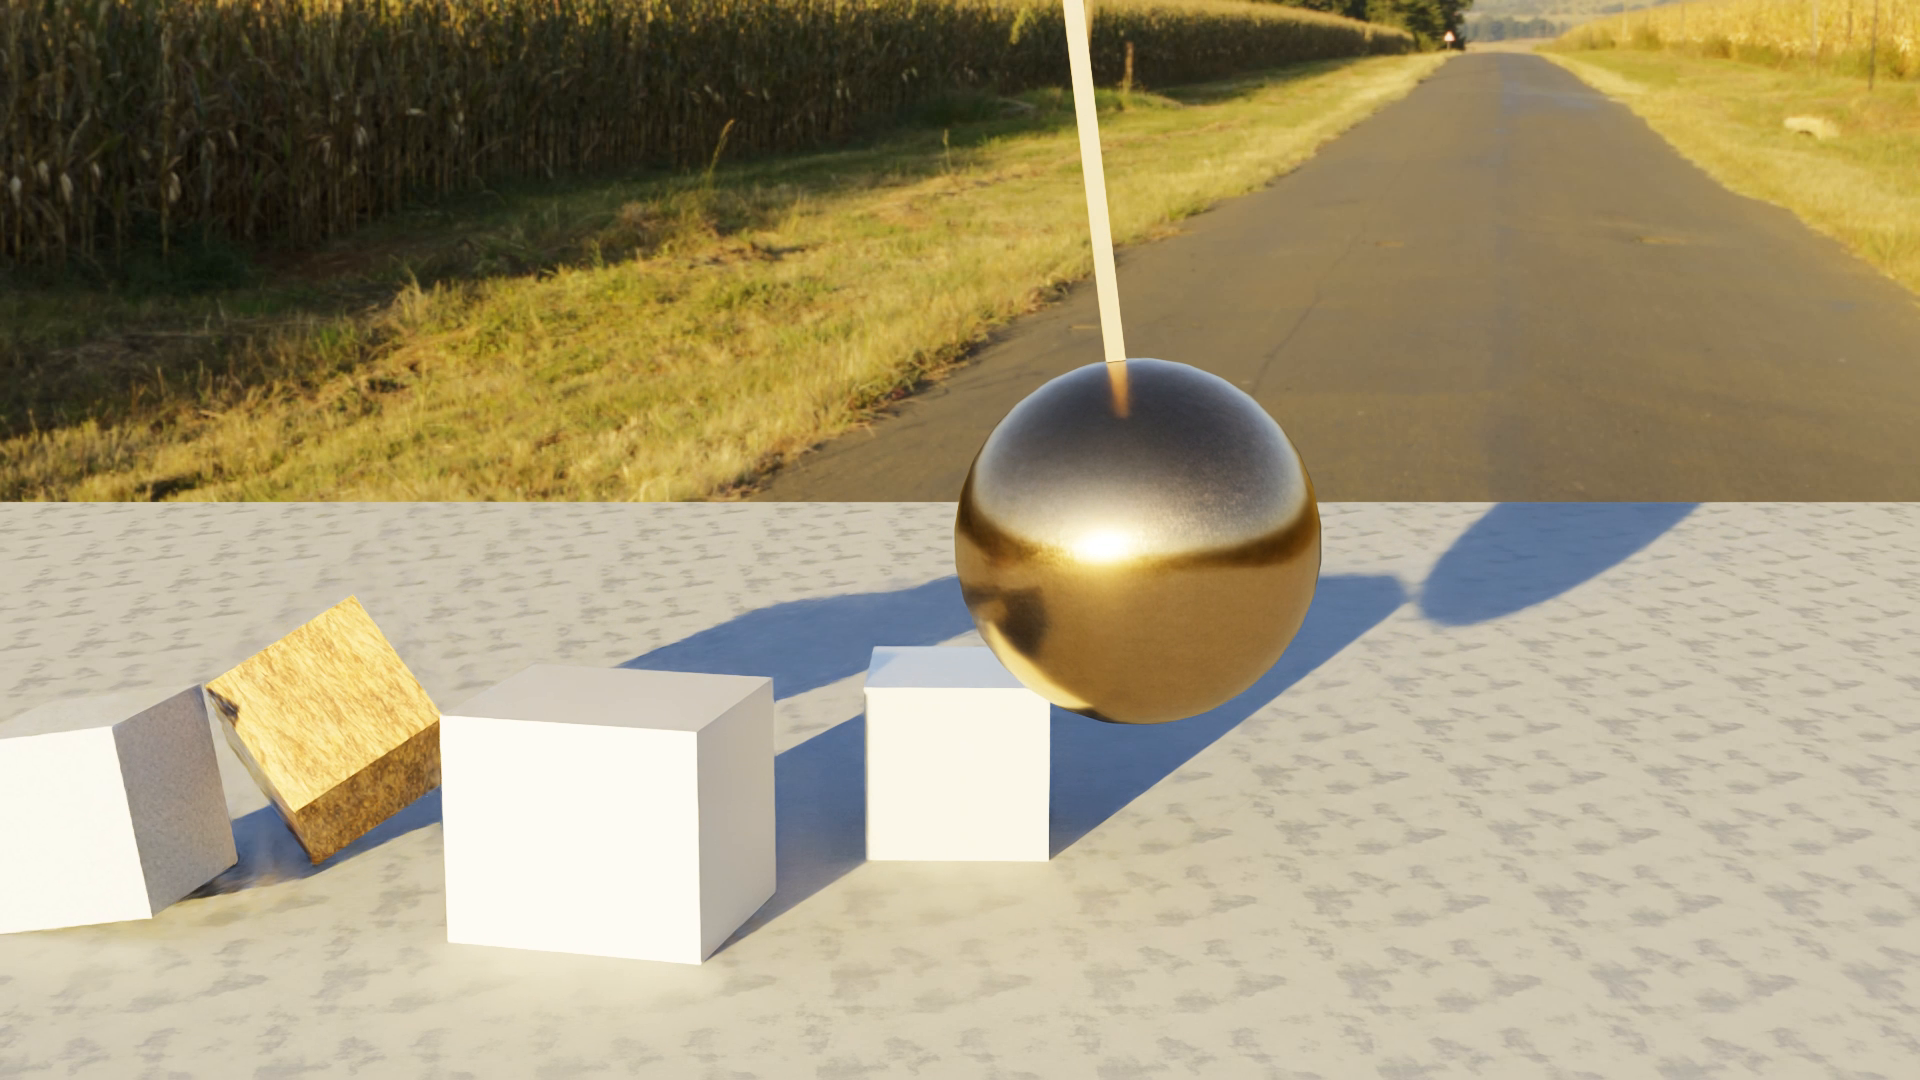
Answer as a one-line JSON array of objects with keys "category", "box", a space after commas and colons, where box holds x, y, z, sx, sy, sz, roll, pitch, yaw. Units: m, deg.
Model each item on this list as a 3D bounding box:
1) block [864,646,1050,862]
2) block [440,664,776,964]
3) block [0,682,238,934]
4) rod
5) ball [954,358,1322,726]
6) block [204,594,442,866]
[{"category": "block", "box": [-0.006, 0.980, 11.938, 0.827, 0.800, 0.842, 0, 10, 1]}, {"category": "block", "box": [-1.449, 1.118, 10.746, 1.095, 0.955, 0.957, 3, 11, 14]}, {"category": "block", "box": [-3.639, 1.123, 10.833, 0.736, 0.806, 0.768, -7, 9, 12]}, {"category": "rod", "box": [0.335, -3.311, 10.578, 0.080, 5.200, 0.080, -7, 10, 1]}, {"category": "ball", "box": [0.773, 0.006, 11.181, 1.600, 1.600, 1.600, 0, 10, 0]}, {"category": "block", "box": [-2.787, 0.852, 11.415, 0.745, 0.713, 0.716, -34, -18, -20]}]
